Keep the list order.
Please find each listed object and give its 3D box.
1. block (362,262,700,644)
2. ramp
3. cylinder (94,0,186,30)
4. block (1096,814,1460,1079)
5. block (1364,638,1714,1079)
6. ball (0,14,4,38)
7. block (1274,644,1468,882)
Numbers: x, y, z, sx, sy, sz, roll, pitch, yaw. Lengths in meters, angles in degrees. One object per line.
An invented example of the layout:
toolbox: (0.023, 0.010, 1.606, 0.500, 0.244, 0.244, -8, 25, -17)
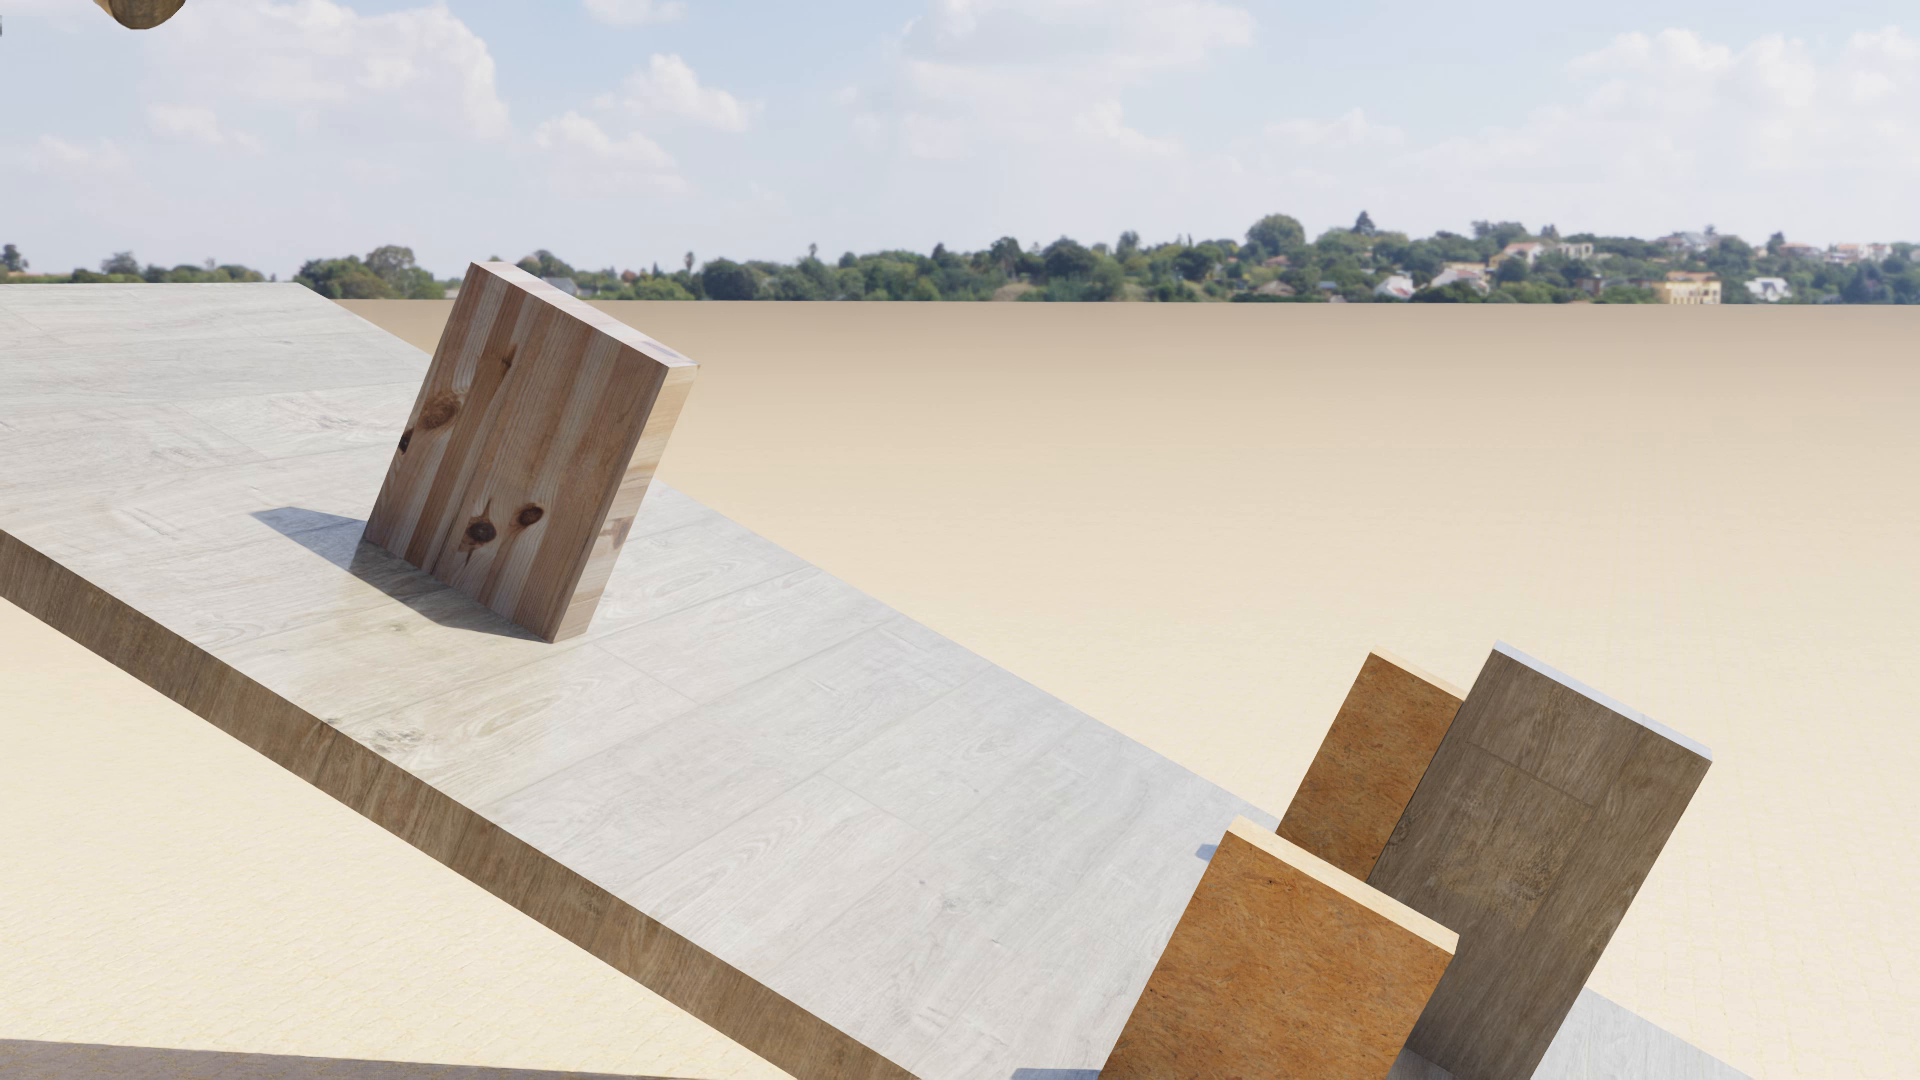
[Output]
block: (-0.792, -0.164, 4.048, 0.430, 0.561, 0.134, 28, 14, 12)
ramp: (-0.256, 0.433, 4.166, 4.000, 0.100, 2.000, 28, 14, 12)
cylinder: (-1.648, -1.141, 4.322, 0.196, 0.196, 0.196, 39, 21, 17)
block: (0.459, 0.698, 3.232, 0.360, 0.461, 0.098, 28, 14, 12)
block: (0.982, 0.599, 3.960, 0.414, 0.727, 0.108, 28, 14, 12)
ball: (-1.967, -1.022, 4.350, 0.136, 0.136, 0.136, 0, 7, 0)
block: (0.900, 0.528, 4.549, 0.359, 0.508, 0.097, 28, 14, 12)
